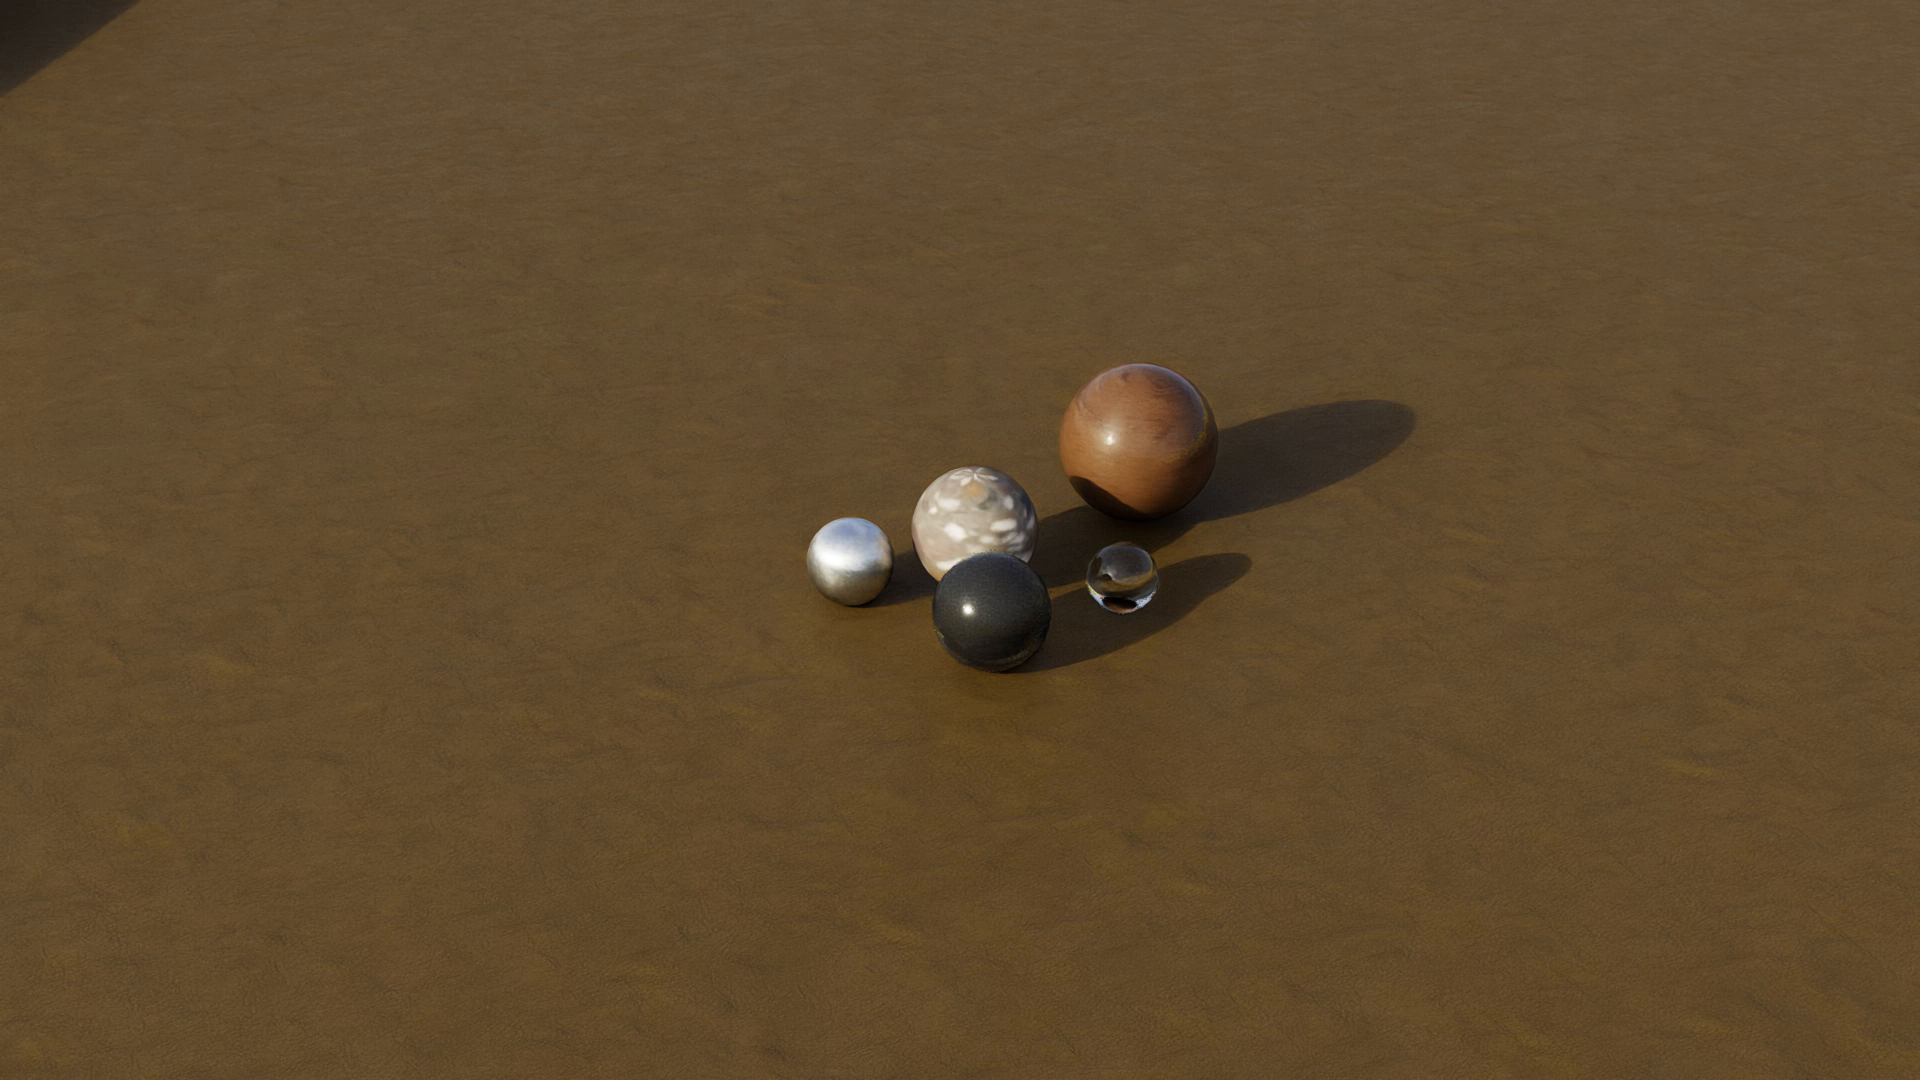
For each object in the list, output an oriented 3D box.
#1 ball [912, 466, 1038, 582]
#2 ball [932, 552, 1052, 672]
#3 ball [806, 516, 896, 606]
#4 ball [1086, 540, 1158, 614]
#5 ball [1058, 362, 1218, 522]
[{"bbox_3d":[0.008,-0.006,1.652,0.072,0.072,0.072,0,30,0],"label":"ball"},{"bbox_3d":[0.017,0.038,1.582,0.065,0.065,0.065,0,30,0],"label":"ball"},{"bbox_3d":[-0.061,0.012,1.643,0.050,0.050,0.050,0,30,0],"label":"ball"},{"bbox_3d":[0.091,0.021,1.638,0.040,0.040,0.040,0,30,0],"label":"ball"},{"bbox_3d":[0.104,-0.057,1.721,0.094,0.094,0.094,0,30,0],"label":"ball"}]
